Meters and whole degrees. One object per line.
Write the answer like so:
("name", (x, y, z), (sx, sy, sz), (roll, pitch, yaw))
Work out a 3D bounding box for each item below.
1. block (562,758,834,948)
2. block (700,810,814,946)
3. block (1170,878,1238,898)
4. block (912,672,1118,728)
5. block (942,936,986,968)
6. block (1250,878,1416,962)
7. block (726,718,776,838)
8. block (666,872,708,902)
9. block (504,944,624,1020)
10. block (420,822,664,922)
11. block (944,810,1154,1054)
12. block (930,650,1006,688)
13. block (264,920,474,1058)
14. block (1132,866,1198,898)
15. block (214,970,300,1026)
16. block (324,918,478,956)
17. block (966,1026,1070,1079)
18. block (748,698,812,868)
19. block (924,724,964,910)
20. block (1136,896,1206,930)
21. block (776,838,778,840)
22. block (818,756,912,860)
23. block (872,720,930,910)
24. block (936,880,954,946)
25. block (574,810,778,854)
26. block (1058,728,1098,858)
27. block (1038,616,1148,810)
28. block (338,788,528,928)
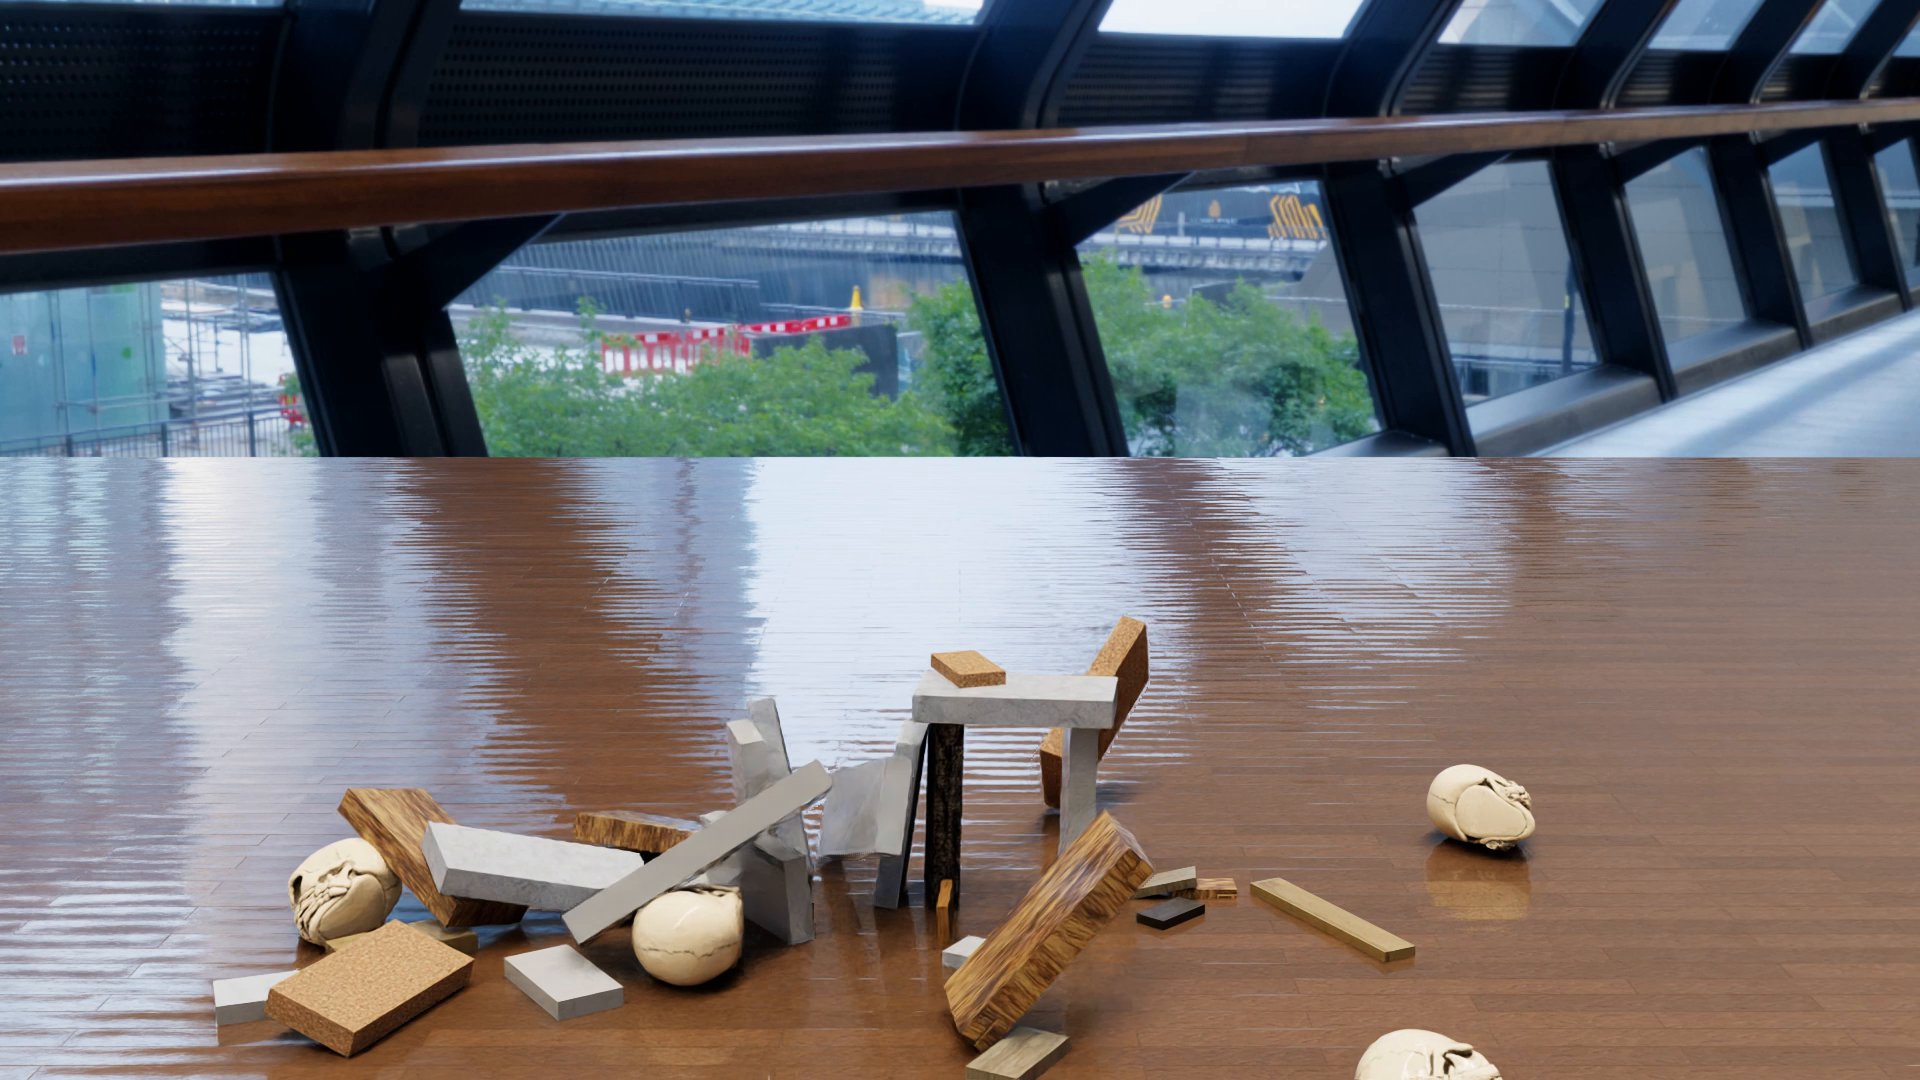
("block", (-0.402, 0.484, 3.387), (0.446, 0.049, 0.174), (-31, -7, -13))
("block", (-0.329, 0.541, 3.542), (0.040, 0.140, 0.281), (-13, 16, -32))
("block", (0.404, 0.582, 3.672), (0.109, 0.015, 0.054), (0, 11, -1))
("block", (0.093, 0.259, 3.573), (0.320, 0.045, 0.160), (1, 11, 7))
("block", (0.061, 0.639, 3.346), (0.157, 0.022, 0.078), (6, 12, 30))
("block", (0.593, 0.607, 3.532), (0.058, 0.017, 0.357), (-5, 12, -27))
("block", (-0.340, 0.451, 3.642), (0.040, 0.281, 0.140), (-9, 12, -14))
("block", (-0.453, 0.577, 3.687), (0.064, 0.018, 0.128), (0, 11, -2))
("block", (-0.587, 0.653, 3.252), (0.102, 0.029, 0.204), (-7, 13, -32))
("block", (-0.666, 0.530, 3.511), (0.360, 0.045, 0.158), (14, 14, -28))
("block", (0.121, 0.548, 3.095), (0.049, 0.347, 0.174), (41, 3, -13))
("block", (0.012, 0.213, 3.636), (0.078, 0.022, 0.157), (-3, 11, -18))
("block", (-0.845, 0.641, 3.166), (0.145, 0.041, 0.291), (22, 17, 17))
("block", (0.340, 0.570, 3.661), (0.109, 0.015, 0.054), (-13, 10, 7))
("block", (-0.978, 0.661, 3.206), (0.204, 0.029, 0.102), (-4, 11, -20))
("block", (-0.861, 0.627, 3.392), (0.204, 0.029, 0.102), (-7, 13, -35))
("block", (0.080, 0.705, 2.988), (0.078, 0.022, 0.157), (6, 12, 29))
("block", (-0.303, 0.416, 3.721), (0.041, 0.291, 0.145), (-13, -7, -4))
("block", (-0.027, 0.432, 3.639), (0.045, 0.320, 0.160), (1, 10, -5))
("block", (0.341, 0.603, 3.555), (0.054, 0.015, 0.109), (10, 14, 43))
("block", (-0.323, 0.508, 3.734), (0.018, 0.128, 0.064), (-9, 3, -12))
("block", (-0.160, 0.444, 3.603), (0.041, 0.145, 0.518), (9, -11, -12))
("block", (-0.097, 0.452, 3.636), (0.040, 0.281, 0.140), (9, 11, 3))
("block", (-0.023, 0.590, 3.491), (0.018, 0.064, 0.128), (-1, 10, 3))
("block", (-0.496, 0.517, 3.834), (0.316, 0.045, 0.158), (5, -3, 26))
("block", (0.195, 0.432, 3.642), (0.045, 0.320, 0.160), (1, 10, -1))
("block", (0.256, 0.326, 4.142), (0.049, 0.174, 0.347), (19, 53, 23))
("block", (-0.848, 0.508, 3.542), (0.316, 0.045, 0.158), (37, 15, 32))
